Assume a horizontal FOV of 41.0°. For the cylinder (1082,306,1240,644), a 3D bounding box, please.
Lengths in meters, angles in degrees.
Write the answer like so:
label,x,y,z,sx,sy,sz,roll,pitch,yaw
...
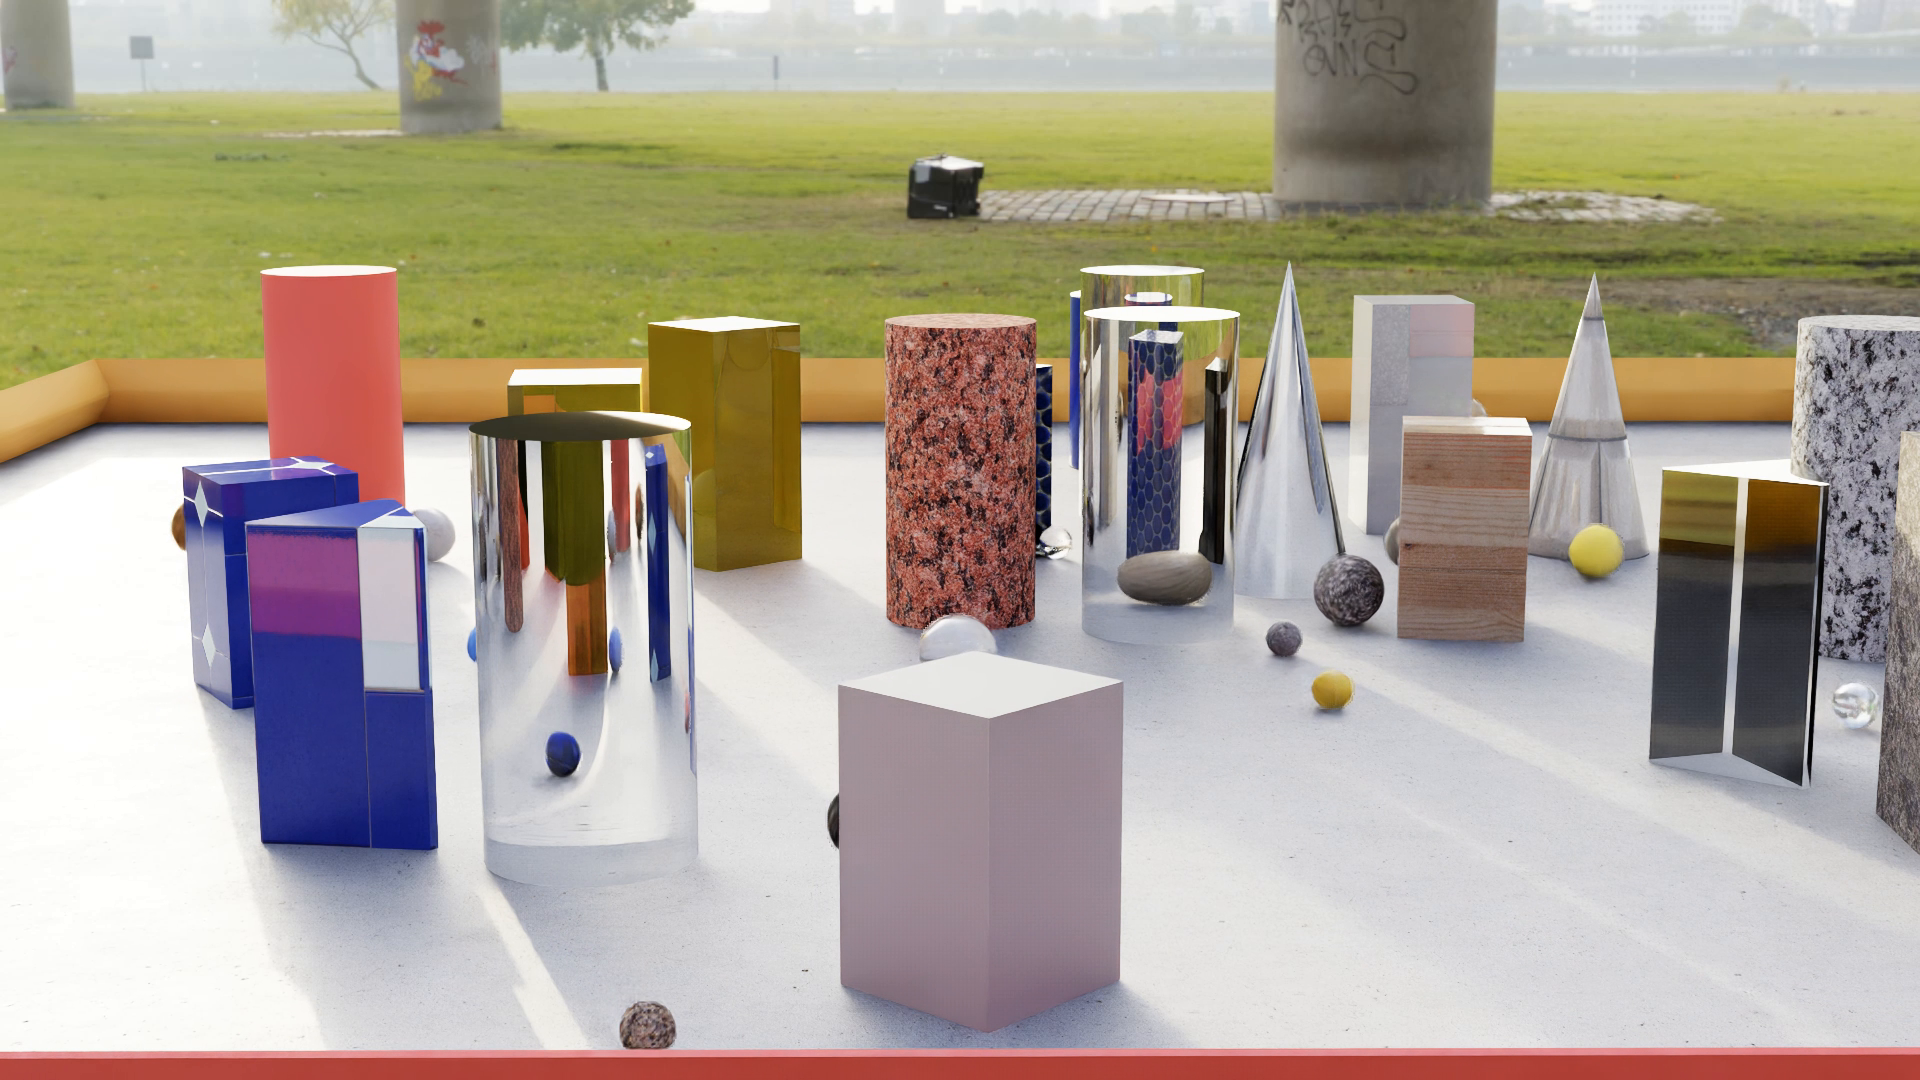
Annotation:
label,x,y,z,sx,sy,sz,roll,pitch,yaw
cylinder,0.259,-0.087,3.329,0.200,0.413,0.200,0,10,0

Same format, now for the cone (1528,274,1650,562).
label,x,y,z,sx,sy,sz,roll,pitch,yaw
cone,0.949,-0.194,3.873,0.200,0.424,0.200,0,10,0

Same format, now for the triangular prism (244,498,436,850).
label,x,y,z,sx,sy,sz,roll,pitch,yaw
triangular prism,-0.570,0.124,2.472,0.173,0.308,0.150,1,11,7

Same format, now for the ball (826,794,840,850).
label,x,y,z,sx,sy,sz,roll,pitch,yaw
ball,-0.086,0.260,2.378,0.074,0.074,0.074,0,10,0

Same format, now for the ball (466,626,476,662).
label,x,y,z,sx,sy,sz,roll,pitch,yaw
ball,-0.575,0.128,3.140,0.058,0.058,0.058,0,10,0

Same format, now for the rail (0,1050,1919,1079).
label,x,y,z,sx,sy,sz,roll,pitch,yaw
rail,0.011,0.374,1.608,3.553,0.130,0.045,0,10,0

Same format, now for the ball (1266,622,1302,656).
label,x,y,z,sx,sy,sz,roll,pitch,yaw
ball,0.404,0.123,3.205,0.043,0.043,0.043,0,10,0

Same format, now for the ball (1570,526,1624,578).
label,x,y,z,sx,sy,sz,roll,pitch,yaw
ball,0.916,0.017,3.691,0.075,0.075,0.075,0,10,0

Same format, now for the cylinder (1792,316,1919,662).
label,x,y,z,sx,sy,sz,roll,pitch,yaw
cylinder,1.150,-0.069,3.235,0.200,0.411,0.200,0,10,0

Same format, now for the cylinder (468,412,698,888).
label,x,y,z,sx,sy,sz,roll,pitch,yaw
cylinder,-0.345,0.095,2.364,0.200,0.404,0.200,0,10,0

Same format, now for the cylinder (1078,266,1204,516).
label,x,y,z,sx,sy,sz,roll,pitch,yaw
cylinder,0.295,-0.239,4.180,0.200,0.401,0.200,0,10,0

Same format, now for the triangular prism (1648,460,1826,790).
label,x,y,z,sx,sy,sz,roll,pitch,yaw
triangular prism,0.844,0.079,2.698,0.173,0.314,0.150,8,13,38

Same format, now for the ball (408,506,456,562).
label,x,y,z,sx,sy,sz,roll,pitch,yaw
ball,-0.791,-0.008,3.812,0.082,0.082,0.082,0,10,0

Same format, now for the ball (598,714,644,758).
label,x,y,z,sx,sy,sz,roll,pitch,yaw
ball,-0.361,0.209,2.732,0.048,0.048,0.048,0,10,0

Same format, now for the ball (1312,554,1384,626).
label,x,y,z,sx,sy,sz,roll,pitch,yaw
ball,0.512,0.066,3.380,0.093,0.093,0.093,0,10,0

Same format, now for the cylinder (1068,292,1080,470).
label,x,y,z,sx,sy,sz,roll,pitch,yaw
cylinder,0.301,-0.293,4.707,0.200,0.317,0.200,0,10,0

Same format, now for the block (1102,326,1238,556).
label,x,y,z,sx,sy,sz,roll,pitch,yaw
block,0.316,-0.152,3.902,0.160,0.331,0.160,-3,11,-13

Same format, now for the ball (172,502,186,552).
label,x,y,z,sx,sy,sz,roll,pitch,yaw
ball,-1.129,-0.020,3.835,0.096,0.096,0.096,0,10,0

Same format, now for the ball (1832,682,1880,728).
label,x,y,z,sx,sy,sz,roll,pitch,yaw
ball,0.997,0.184,2.855,0.052,0.052,0.052,0,10,0

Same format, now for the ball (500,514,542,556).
label,x,y,z,sx,sy,sz,roll,pitch,yaw
ball,-0.660,-0.008,3.858,0.064,0.064,0.064,0,10,0

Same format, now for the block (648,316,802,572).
label,x,y,z,sx,sy,sz,roll,pitch,yaw
block,-0.349,-0.146,3.816,0.160,0.351,0.160,-9,14,-41

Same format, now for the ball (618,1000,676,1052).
label,x,y,z,sx,sy,sz,roll,pitch,yaw
ball,-0.232,0.364,1.907,0.042,0.042,0.042,0,10,0

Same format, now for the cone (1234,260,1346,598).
label,x,y,z,sx,sy,sz,roll,pitch,yaw
cone,0.458,-0.163,3.607,0.200,0.461,0.200,0,10,0

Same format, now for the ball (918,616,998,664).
label,x,y,z,sx,sy,sz,roll,pitch,yaw
ball,-0.002,0.135,3.004,0.093,0.093,0.093,0,10,0

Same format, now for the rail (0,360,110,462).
label,x,y,z,sx,sy,sz,roll,pitch,yaw
rail,-1.753,0.035,3.439,0.045,0.130,3.790,0,10,0

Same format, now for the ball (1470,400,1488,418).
label,x,y,z,sx,sy,sz,roll,pitch,yaw
ball,0.966,-0.225,4.934,0.100,0.100,0.100,0,10,0

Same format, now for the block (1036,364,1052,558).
label,x,y,z,sx,sy,sz,roll,pitch,yaw
block,0.025,-0.117,3.838,0.160,0.286,0.160,9,14,39

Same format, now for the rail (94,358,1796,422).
label,x,y,z,sx,sy,sz,roll,pitch,yaw
rail,-0.011,-0.307,5.289,3.553,0.130,0.045,0,10,0

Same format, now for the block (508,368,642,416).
label,x,y,z,sx,sy,sz,roll,pitch,yaw
block,-0.477,-0.033,3.221,0.160,0.346,0.160,-1,11,-6

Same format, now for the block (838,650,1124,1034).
label,x,y,z,sx,sy,sz,roll,pitch,yaw
block,0.017,0.234,2.044,0.160,0.247,0.160,9,14,42

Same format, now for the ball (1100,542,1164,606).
label,x,y,z,sx,sy,sz,roll,pitch,yaw
ball,0.234,0.047,3.497,0.087,0.087,0.087,0,10,0

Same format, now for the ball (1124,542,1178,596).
label,x,y,z,sx,sy,sz,roll,pitch,yaw
ball,0.267,0.040,3.572,0.075,0.075,0.075,0,10,0

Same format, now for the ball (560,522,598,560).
label,x,y,z,sx,sy,sz,roll,pitch,yaw
ball,-0.568,0.002,3.826,0.056,0.056,0.056,0,10,0

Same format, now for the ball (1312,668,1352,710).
label,x,y,z,sx,sy,sz,roll,pitch,yaw
ball,0.427,0.171,2.939,0.046,0.046,0.046,0,10,0

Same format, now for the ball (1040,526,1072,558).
label,x,y,z,sx,sy,sz,roll,pitch,yaw
ball,0.144,0.003,3.839,0.049,0.049,0.049,0,10,0

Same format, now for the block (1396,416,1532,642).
label,x,y,z,sx,sy,sz,roll,pitch,yaw
block,0.656,-0.017,3.349,0.160,0.268,0.160,2,11,9

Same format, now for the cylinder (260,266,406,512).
label,x,y,z,sx,sy,sz,roll,pitch,yaw
cylinder,-0.952,-0.199,3.907,0.200,0.422,0.200,0,10,0

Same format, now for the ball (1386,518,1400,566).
label,x,y,z,sx,sy,sz,roll,pitch,yaw
ball,0.663,0.003,3.743,0.085,0.085,0.085,0,10,0

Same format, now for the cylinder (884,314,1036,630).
label,x,y,z,sx,sy,sz,roll,pitch,yaw
cylinder,0.001,-0.093,3.406,0.200,0.396,0.200,0,10,0

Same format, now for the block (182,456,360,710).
label,x,y,z,sx,sy,sz,roll,pitch,yaw
block,-0.808,0.046,3.023,0.160,0.261,0.160,-6,12,-31

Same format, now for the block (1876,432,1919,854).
label,x,y,z,sx,sy,sz,roll,pitch,yaw
block,0.979,0.098,2.415,0.160,0.380,0.160,1,10,3

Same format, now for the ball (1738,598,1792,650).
label,x,y,z,sx,sy,sz,roll,pitch,yaw
ball,1.017,0.106,3.240,0.065,0.065,0.065,0,10,0

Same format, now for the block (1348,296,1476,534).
label,x,y,z,sx,sy,sz,roll,pitch,yaw
block,0.717,-0.202,4.087,0.160,0.362,0.160,0,10,-2
